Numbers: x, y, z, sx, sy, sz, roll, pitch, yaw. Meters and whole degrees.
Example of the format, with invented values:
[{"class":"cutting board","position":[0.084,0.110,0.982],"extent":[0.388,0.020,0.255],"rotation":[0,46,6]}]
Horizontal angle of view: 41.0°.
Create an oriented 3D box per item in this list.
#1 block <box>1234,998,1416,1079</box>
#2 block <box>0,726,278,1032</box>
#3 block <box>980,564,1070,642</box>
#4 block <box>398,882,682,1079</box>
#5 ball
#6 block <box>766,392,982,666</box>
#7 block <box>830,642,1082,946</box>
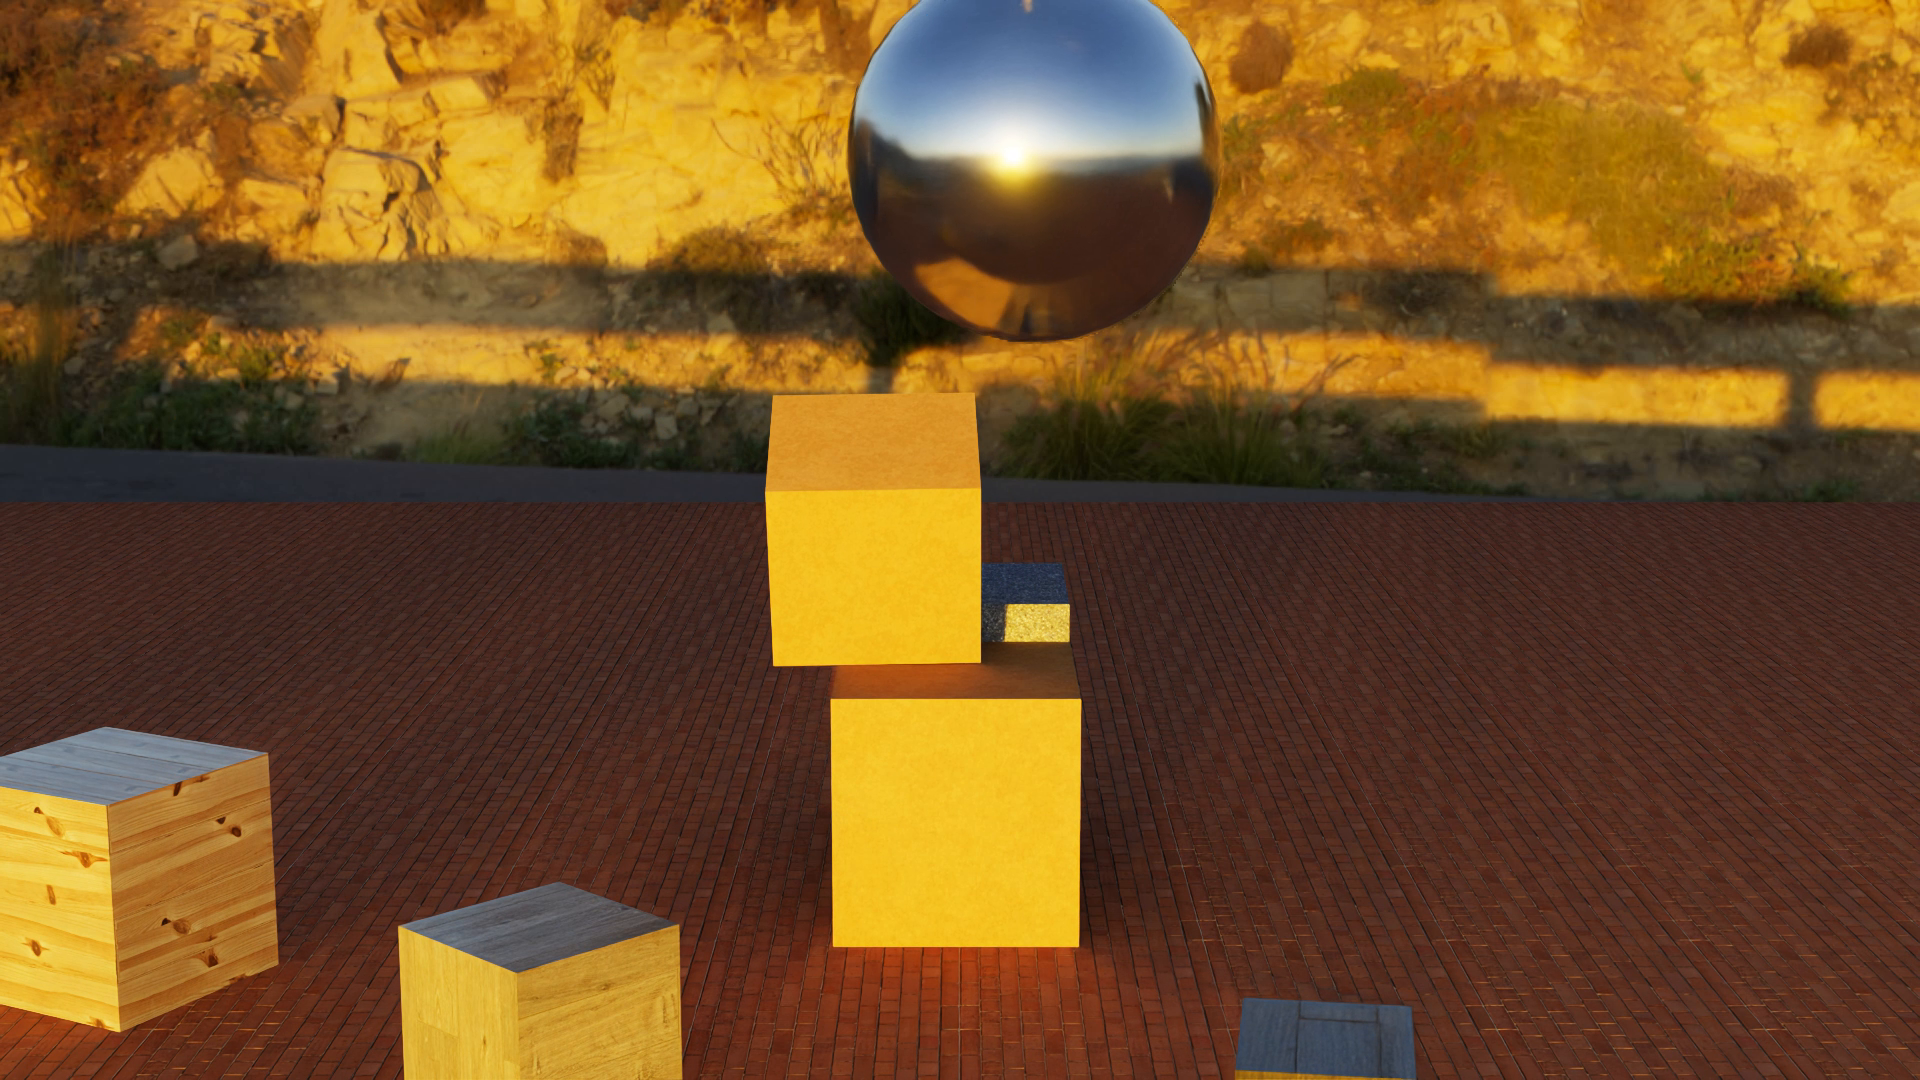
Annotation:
[{"class":"block","position":[1.130,1.817,7.967],"extent":[0.534,0.575,0.618],"rotation":[2,10,8]},{"class":"block","position":[-3.307,1.295,10.009],"extent":[0.880,0.871,0.839],"rotation":[5,12,28]},{"class":"block","position":[-0.023,0.789,11.860],"extent":[1.015,1.205,0.964],"rotation":[0,10,0]},{"class":"block","position":[-1.459,1.628,8.939],"extent":[0.683,0.599,0.689],"rotation":[10,14,43]},{"class":"ball","position":[0.313,-1.640,10.882],"extent":[1.600,1.600,1.600],"rotation":[0,10,0]},{"class":"block","position":[-0.363,-0.055,11.020],"extent":[0.877,0.844,0.860],"rotation":[-1,30,-1]},{"class":"block","position":[-0.016,1.053,10.876],"extent":[1.001,1.037,1.053],"rotation":[0,10,0]}]
